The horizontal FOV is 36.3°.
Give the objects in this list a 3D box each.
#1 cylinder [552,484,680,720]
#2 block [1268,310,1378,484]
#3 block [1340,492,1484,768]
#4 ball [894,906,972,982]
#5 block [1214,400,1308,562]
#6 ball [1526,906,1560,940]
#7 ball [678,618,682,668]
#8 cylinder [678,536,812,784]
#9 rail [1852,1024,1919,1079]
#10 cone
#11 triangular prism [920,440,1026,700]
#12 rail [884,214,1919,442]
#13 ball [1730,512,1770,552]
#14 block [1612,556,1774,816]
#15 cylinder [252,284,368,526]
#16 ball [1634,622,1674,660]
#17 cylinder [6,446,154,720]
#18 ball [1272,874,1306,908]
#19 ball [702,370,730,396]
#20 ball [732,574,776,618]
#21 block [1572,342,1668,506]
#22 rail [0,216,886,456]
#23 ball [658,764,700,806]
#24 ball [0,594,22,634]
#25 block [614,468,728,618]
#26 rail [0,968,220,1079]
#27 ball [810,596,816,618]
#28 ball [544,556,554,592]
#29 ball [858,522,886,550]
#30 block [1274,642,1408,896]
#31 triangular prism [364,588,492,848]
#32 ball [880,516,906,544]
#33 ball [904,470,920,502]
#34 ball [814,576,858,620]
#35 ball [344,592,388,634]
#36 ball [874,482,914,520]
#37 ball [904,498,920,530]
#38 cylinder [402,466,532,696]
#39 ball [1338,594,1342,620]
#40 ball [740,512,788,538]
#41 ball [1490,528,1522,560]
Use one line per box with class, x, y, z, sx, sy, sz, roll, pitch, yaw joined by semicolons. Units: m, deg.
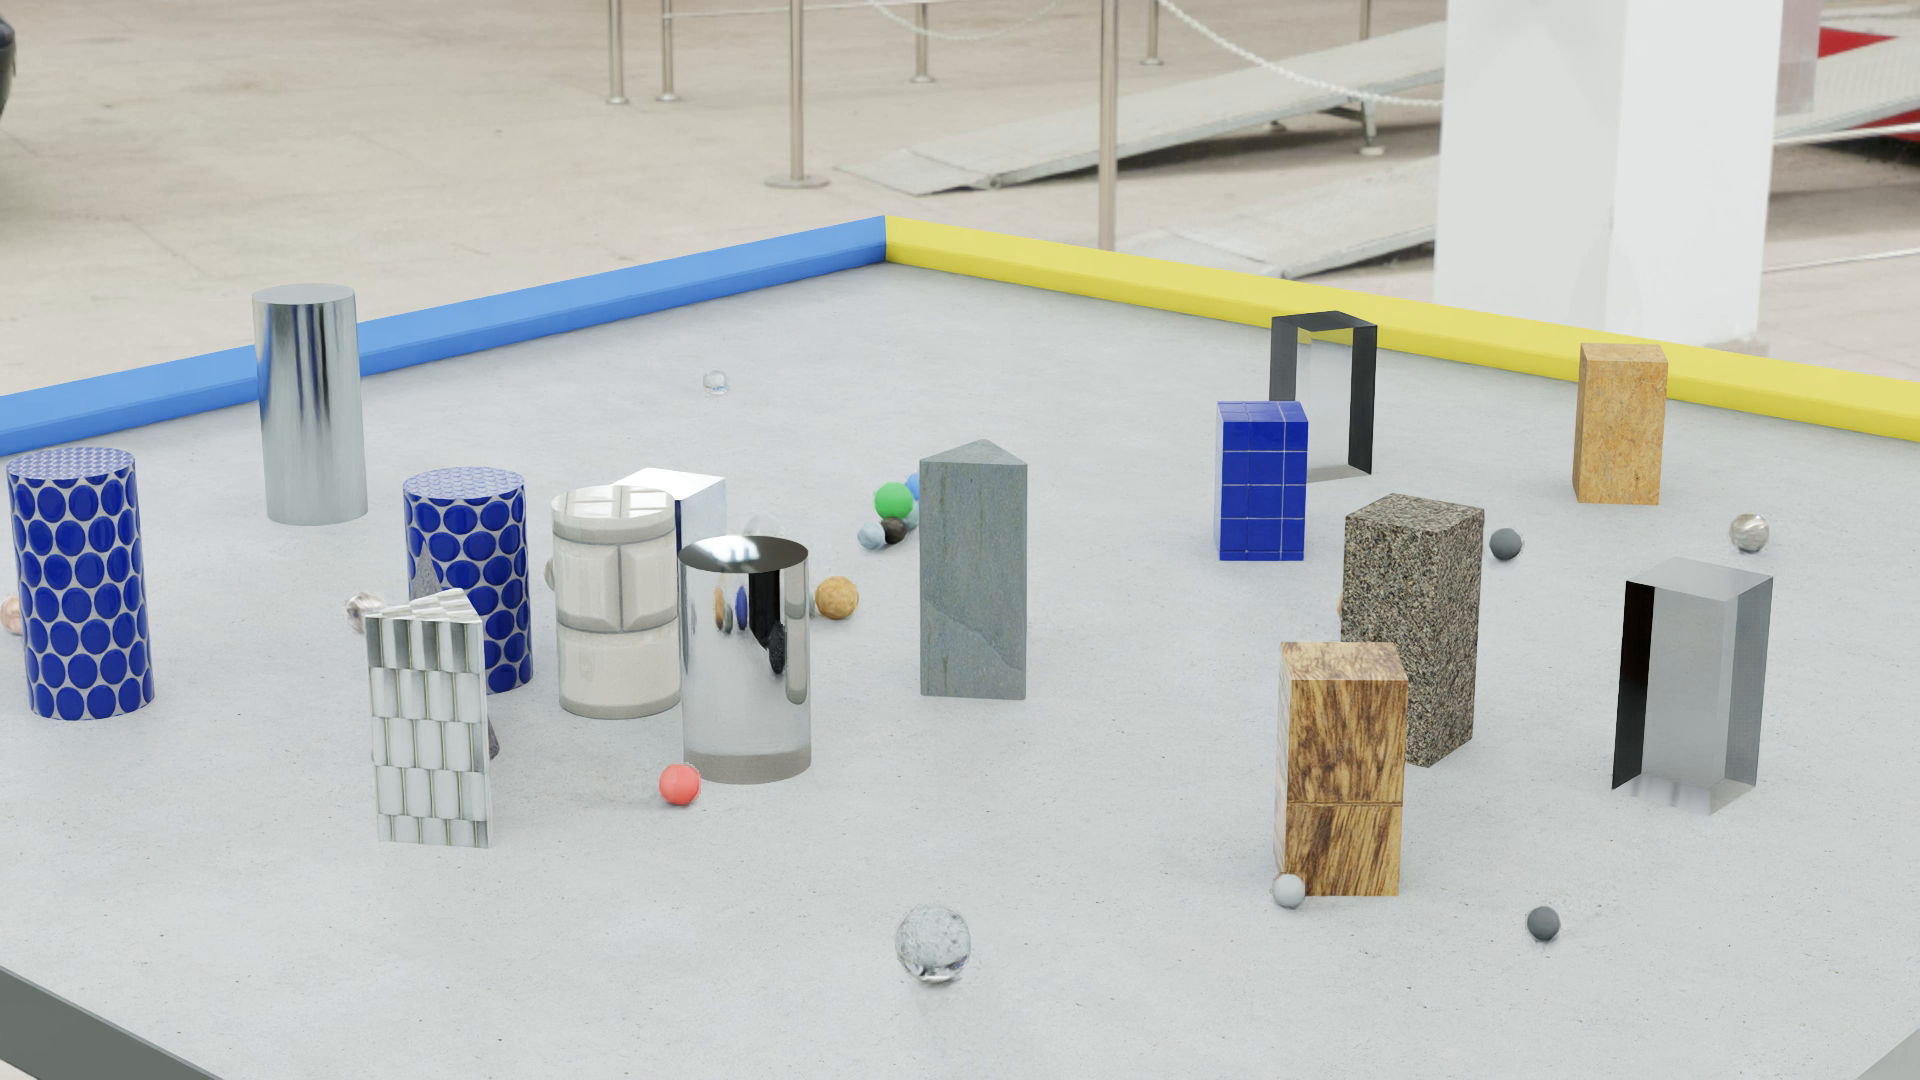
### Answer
cylinder;-0.534;0.095;4.565;0.190;0.323;0.190;0;17;0
block;0.723;-0.288;5.863;0.152;0.307;0.152;-8;18;-24
block;0.671;0.133;4.374;0.152;0.362;0.152;11;20;33
ball;-0.033;0.499;3.624;0.095;0.095;0.095;0;17;0
block;0.547;-0.109;5.349;0.152;0.260;0.152;0;17;0
ball;0.746;0.490;3.746;0.042;0.042;0.042;0;17;0
ball;-0.471;0.167;4.735;0.087;0.087;0.087;0;17;0
cylinder;-0.315;0.174;4.306;0.190;0.322;0.190;0;17;0
rail;1.551;0.420;3.831;0.045;0.123;4.170;14;22;39
cone;-0.785;0.158;4.342;0.190;0.332;0.190;0;17;0
triangular prism;0.029;0.044;4.632;0.165;0.383;0.143;2;17;7
rail;1.352;-0.419;6.611;4.156;0.123;0.045;14;22;39
ball;1.444;-0.014;5.363;0.072;0.072;0.072;0;17;0
block;1.049;0.207;4.202;0.152;0.319;0.152;14;21;38
cylinder;-1.230;-0.258;5.556;0.190;0.426;0.190;0;17;0
ball;1.133;0.165;4.787;0.063;0.063;0.063;0;17;0
cylinder;-1.364;0.066;4.553;0.190;0.386;0.190;0;17;0
ball;0.431;0.460;3.842;0.044;0.044;0.044;0;17;0
ball;-0.540;-0.348;6.486;0.060;0.060;0.060;0;17;0
ball;-0.351;0.095;4.997;0.074;0.074;0.074;0;17;0
block;1.282;-0.227;5.700;0.152;0.283;0.152;2;17;7
rail;-1.551;-0.359;6.410;0.045;0.123;4.170;14;22;39
ball;-0.401;0.349;4.184;0.059;0.059;0.059;0;17;0
ball;-1.575;0.124;4.914;0.066;0.066;0.066;0;17;0
block;-0.496;0.023;4.941;0.152;0.245;0.152;8;18;24
rail;-1.352;0.481;3.630;4.156;0.123;0.045;14;22;39
ball;-0.273;0.113;4.972;0.055;0.055;0.055;0;17;0
ball;-0.691;0.059;5.119;0.072;0.072;0.072;0;17;0
ball;-0.162;-0.007;5.375;0.052;0.052;0.052;0;17;0
block;0.505;0.304;3.909;0.152;0.303;0.152;0;17;1
triangular prism;-0.713;0.243;4.071;0.165;0.326;0.143;3;17;10
ball;-0.125;-0.018;5.409;0.053;0.053;0.053;0;17;0
ball;-0.070;-0.097;5.631;0.074;0.074;0.074;0;17;0
ball;-0.209;0.098;4.987;0.075;0.075;0.075;0;17;0
ball;-0.994;0.122;4.913;0.071;0.071;0.071;0;17;0
ball;-0.123;-0.071;5.444;0.074;0.074;0.074;0;17;0
ball;-0.098;-0.050;5.503;0.060;0.060;0.060;0;17;0
cylinder;-0.782;0.065;4.666;0.190;0.324;0.190;0;17;0
ball;0.674;0.113;4.928;0.080;0.080;0.080;0;17;0
ball;-0.357;-0.010;5.325;0.086;0.086;0.086;0;17;0
ball;0.989;0.007;5.313;0.059;0.059;0.059;0;17;0
